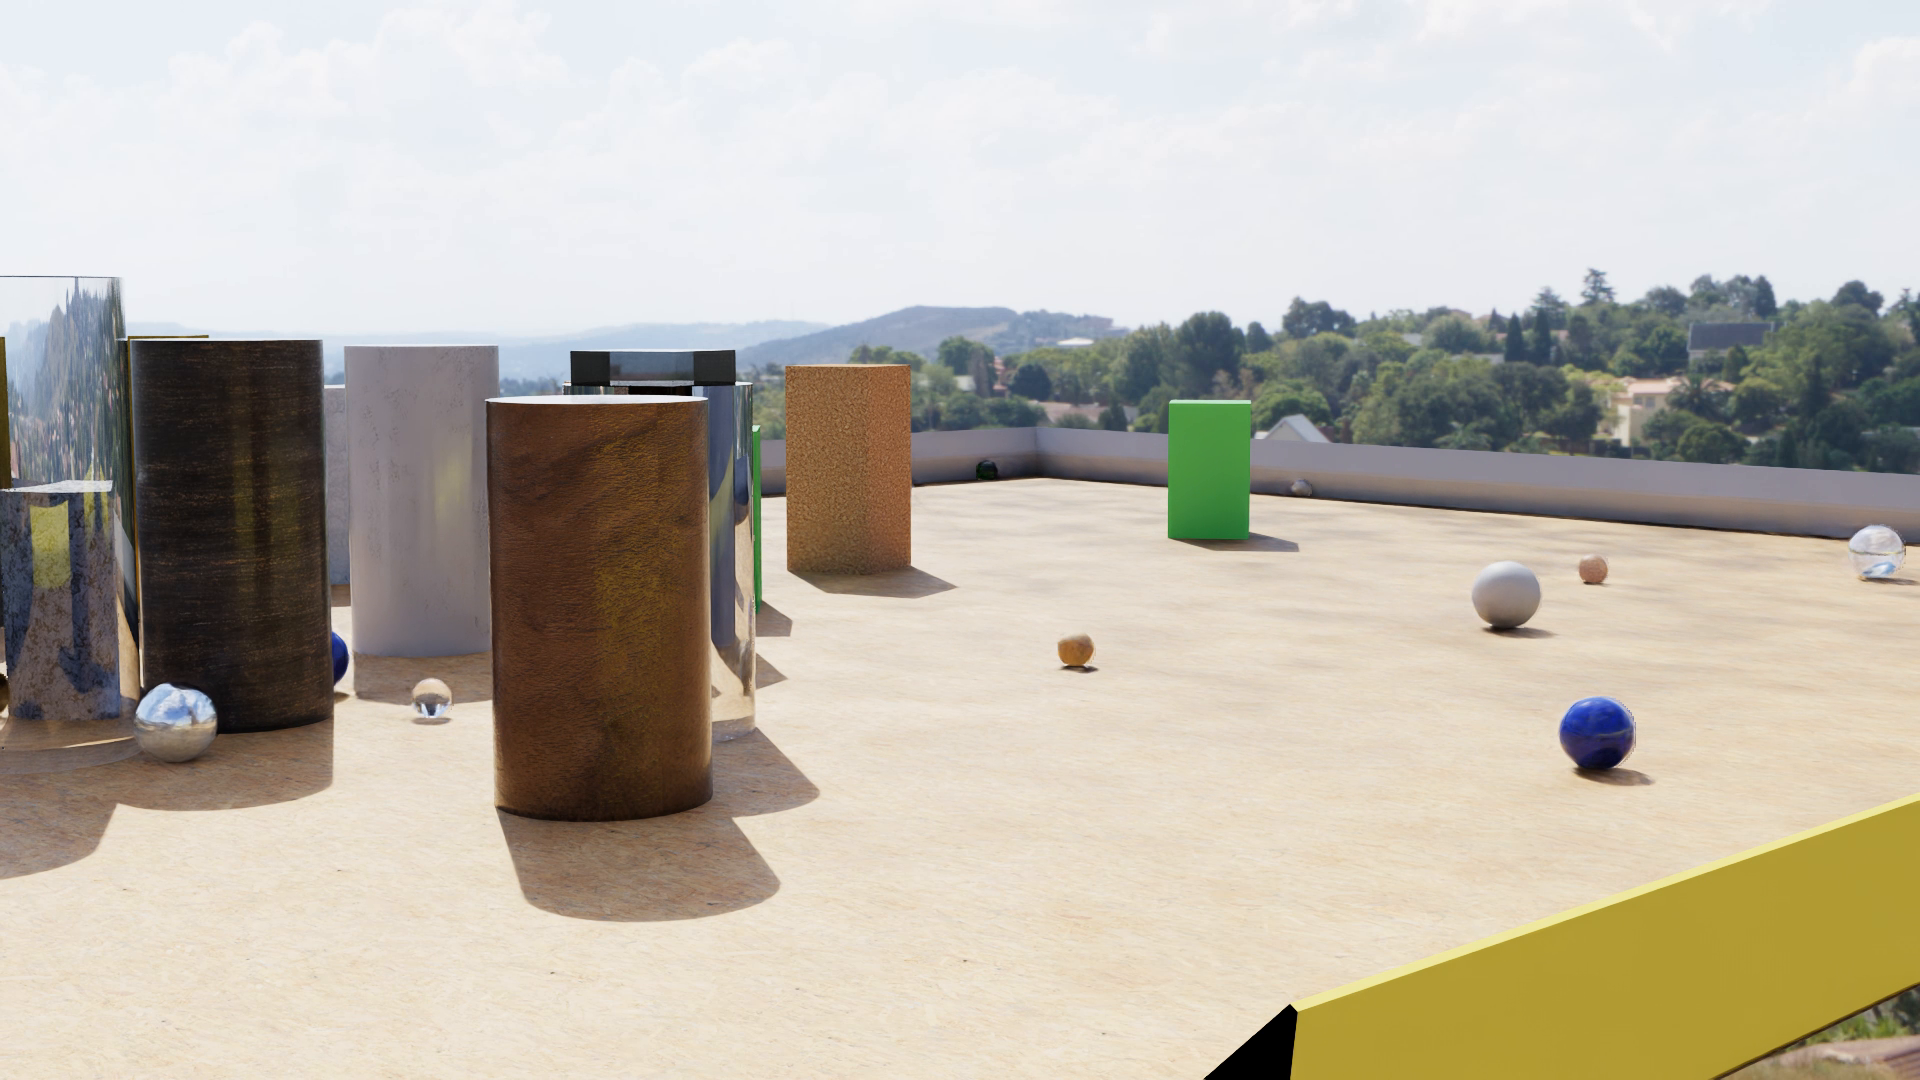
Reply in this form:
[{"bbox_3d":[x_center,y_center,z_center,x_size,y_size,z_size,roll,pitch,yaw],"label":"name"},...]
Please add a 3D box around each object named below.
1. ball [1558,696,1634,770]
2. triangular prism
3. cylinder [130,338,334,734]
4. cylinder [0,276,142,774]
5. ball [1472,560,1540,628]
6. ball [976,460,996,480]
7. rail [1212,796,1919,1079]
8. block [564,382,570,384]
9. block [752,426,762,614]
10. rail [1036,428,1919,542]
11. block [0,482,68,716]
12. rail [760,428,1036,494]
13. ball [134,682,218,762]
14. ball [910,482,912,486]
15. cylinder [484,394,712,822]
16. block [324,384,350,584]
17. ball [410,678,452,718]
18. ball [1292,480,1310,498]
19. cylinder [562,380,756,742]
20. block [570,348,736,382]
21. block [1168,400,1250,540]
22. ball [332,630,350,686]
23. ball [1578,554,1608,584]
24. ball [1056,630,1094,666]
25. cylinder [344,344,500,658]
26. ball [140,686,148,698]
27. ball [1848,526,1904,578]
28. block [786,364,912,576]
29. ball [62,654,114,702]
[{"bbox_3d":[0.619,0.188,2.138,0.071,0.071,0.071,0,6,0],"label":"ball"},{"bbox_3d":[-1.181,-0.104,3.318,0.172,0.408,0.149,2,6,22],"label":"triangular prism"},{"bbox_3d":[-0.791,-0.011,2.397,0.199,0.414,0.199,0,6,0],"label":"cylinder"},{"bbox_3d":[-0.929,-0.022,2.192,0.199,0.477,0.199,0,6,0],"label":"cylinder"},{"bbox_3d":[0.768,0.077,3.092,0.095,0.095,0.095,0,6,0],"label":"ball"},{"bbox_3d":[0.071,-0.183,5.787,0.053,0.053,0.053,0,6,0],"label":"ball"},{"bbox_3d":[1.220,0.171,2.017,3.927,0.129,0.045,-5,8,-42],"label":"rail"},{"bbox_3d":[-0.705,-0.180,4.566,0.159,0.300,0.159,4,7,33],"label":"block"},{"bbox_3d":[-0.381,-0.033,3.307,0.159,0.269,0.159,0,6,-3],"label":"block"},{"bbox_3d":[1.426,-0.103,4.640,0.045,0.129,3.645,-5,8,-42],"label":"rail"},{"bbox_3d":[-1.123,0.065,2.459,0.159,0.249,0.159,2,6,20],"label":"block"},{"bbox_3d":[-1.220,-0.103,4.647,3.927,0.129,0.045,-5,8,-42],"label":"rail"},{"bbox_3d":[-0.776,0.180,2.180,0.079,0.079,0.079,0,6,0],"label":"ball"},{"bbox_3d":[-0.144,-0.139,5.391,0.048,0.048,0.048,0,6,0],"label":"ball"},{"bbox_3d":[-0.327,0.055,2.001,0.199,0.365,0.199,0,6,0],"label":"cylinder"},{"bbox_3d":[-1.035,-0.095,3.651,0.159,0.320,0.159,-2,6,-22],"label":"block"},{"bbox_3d":[-0.580,0.173,2.412,0.044,0.044,0.044,0,6,0],"label":"ball"},{"bbox_3d":[0.817,-0.124,5.274,0.041,0.041,0.041,0,6,0],"label":"ball"},{"bbox_3d":[-0.318,0.019,2.331,0.199,0.368,0.199,0,6,0],"label":"cylinder"},{"bbox_3d":[-0.407,-0.057,2.944,0.159,0.392,0.159,3,6,23],"label":"block"},{"bbox_3d":[0.496,-0.142,4.374,0.159,0.265,0.159,1,6,7],"label":"block"},{"bbox_3d":[-0.754,0.139,2.567,0.079,0.079,0.079,0,6,0],"label":"ball"},{"bbox_3d":[1.038,0.047,3.607,0.047,0.047,0.047,0,6,0],"label":"ball"},{"bbox_3d":[0.145,0.136,2.759,0.046,0.046,0.046,0,6,0],"label":"ball"},{"bbox_3d":[-0.708,-0.058,2.913,0.199,0.400,0.199,0,6,0],"label":"cylinder"},{"bbox_3d":[-0.881,0.178,2.329,0.052,0.052,0.052,0,6,0],"label":"ball"},{"bbox_3d":[1.528,0.020,3.668,0.088,0.088,0.088,0,6,0],"label":"ball"},{"bbox_3d":[-0.192,-0.126,3.799,0.159,0.351,0.159,3,7,25],"label":"block"},{"bbox_3d":[-0.994,0.157,2.507,0.056,0.056,0.056,0,6,0],"label":"ball"}]
